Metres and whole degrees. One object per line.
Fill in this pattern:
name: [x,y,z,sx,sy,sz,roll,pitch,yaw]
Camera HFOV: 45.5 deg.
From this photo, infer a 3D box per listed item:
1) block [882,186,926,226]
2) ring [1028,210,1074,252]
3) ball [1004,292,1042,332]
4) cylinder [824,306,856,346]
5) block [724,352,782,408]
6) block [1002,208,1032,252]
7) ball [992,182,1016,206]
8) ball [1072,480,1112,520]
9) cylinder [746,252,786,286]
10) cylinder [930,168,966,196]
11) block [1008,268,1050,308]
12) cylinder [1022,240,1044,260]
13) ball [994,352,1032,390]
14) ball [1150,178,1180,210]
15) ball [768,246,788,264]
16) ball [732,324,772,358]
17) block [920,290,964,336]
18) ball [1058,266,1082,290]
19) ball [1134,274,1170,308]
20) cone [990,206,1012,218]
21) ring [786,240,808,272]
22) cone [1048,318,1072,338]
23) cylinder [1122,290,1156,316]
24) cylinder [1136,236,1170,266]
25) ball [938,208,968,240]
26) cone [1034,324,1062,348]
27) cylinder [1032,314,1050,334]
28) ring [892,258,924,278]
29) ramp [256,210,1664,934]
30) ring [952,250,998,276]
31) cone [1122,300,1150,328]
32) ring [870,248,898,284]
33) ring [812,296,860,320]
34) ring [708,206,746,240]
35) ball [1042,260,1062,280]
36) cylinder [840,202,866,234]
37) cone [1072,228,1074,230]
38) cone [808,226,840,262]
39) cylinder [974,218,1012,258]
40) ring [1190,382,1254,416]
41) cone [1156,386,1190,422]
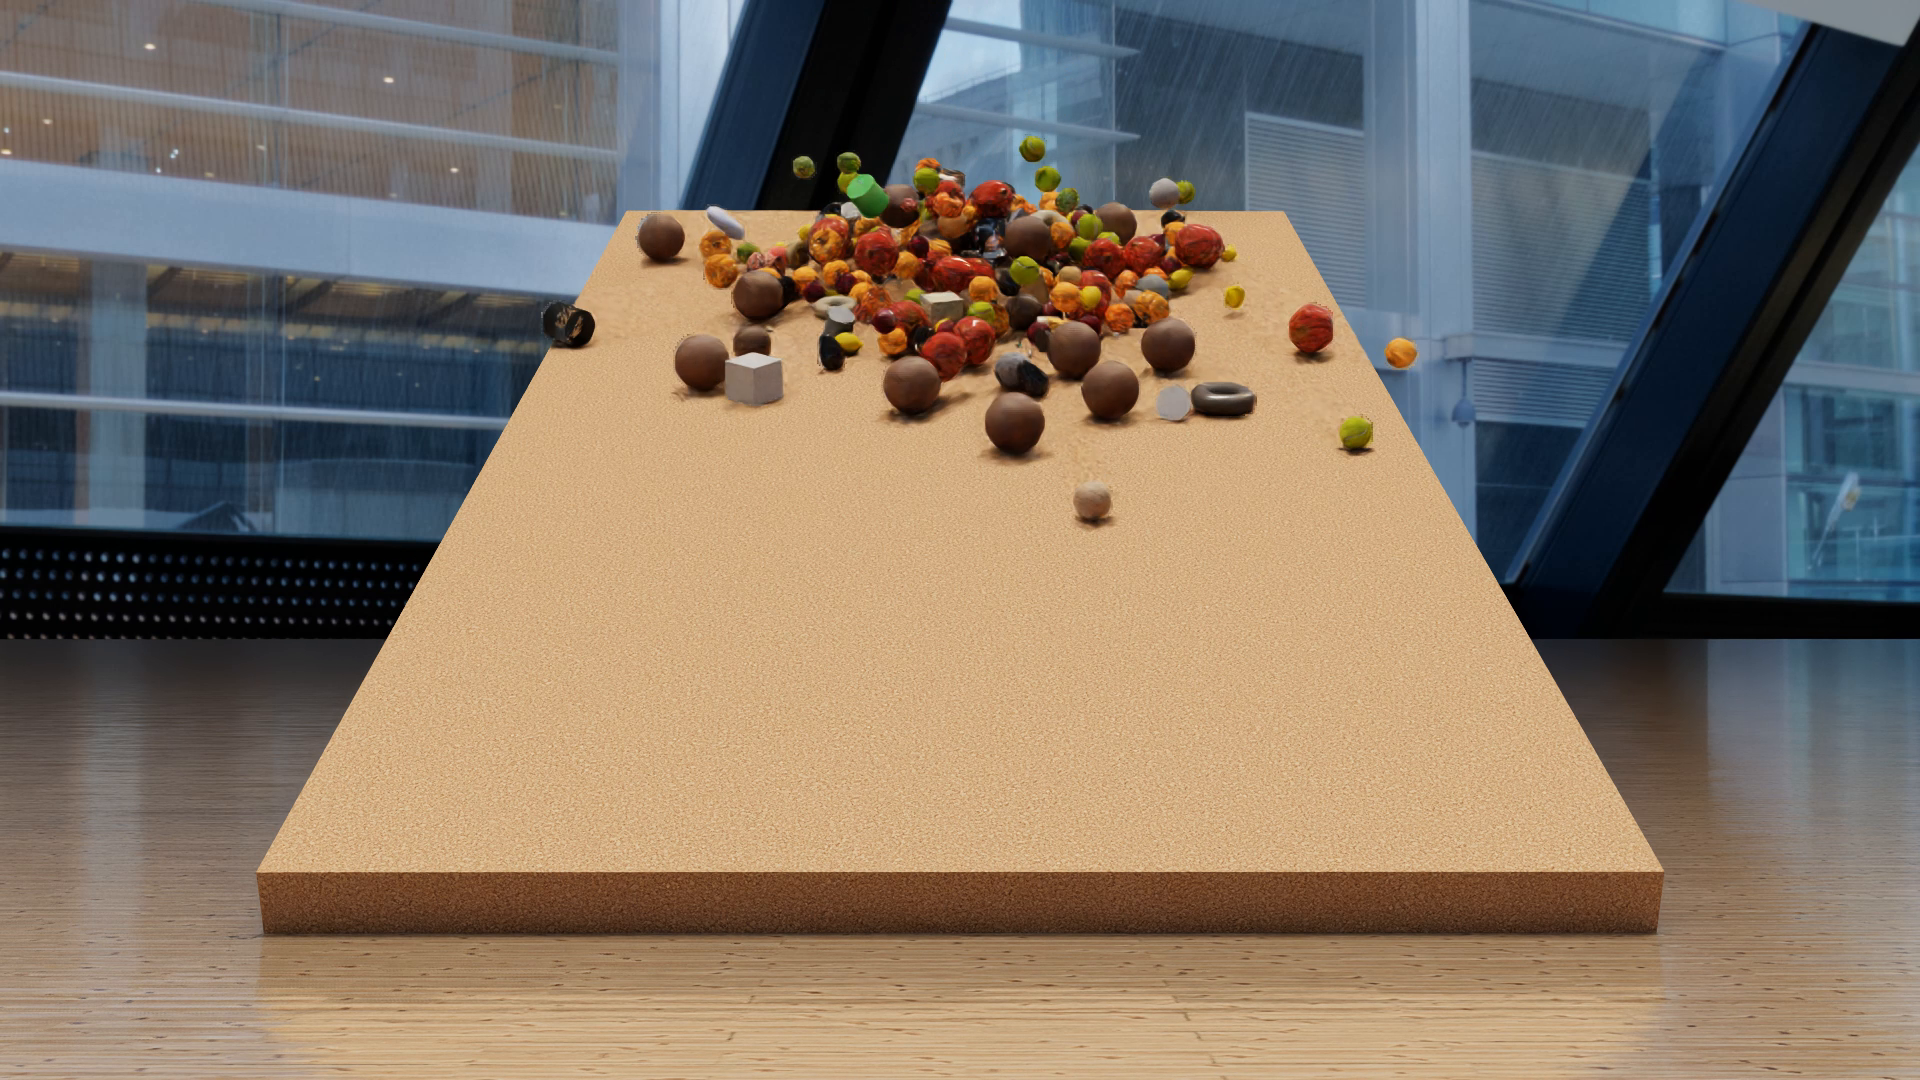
block: [-0.168,-0.997,6.833,0.093,0.093,0.093,-16,27,-34]
ring: [0.249,-0.852,6.302,0.136,0.136,0.045,1,-34,-24]
ball: [0.159,-0.574,5.763,0.096,0.096,0.096,0,-2,0]
cylinder: [-0.298,-0.528,5.652,0.069,0.069,0.069,9,40,-8]
block: [-0.472,-0.368,5.245,0.092,0.092,0.092,17,27,36]
block: [0.152,-0.863,6.391,0.078,0.078,0.078,-18,-58,43]
ball: [0.127,-1.002,6.643,0.066,0.066,0.066,0,-2,0]
ball: [0.263,-0.079,4.538,0.078,0.078,0.078,0,-2,0]
cylinder: [-0.524,-0.733,6.185,0.077,0.077,0.077,14,4,23]
cylinder: [-0.035,-1.004,6.423,0.071,0.071,0.071,17,6,28]
block: [0.179,-0.638,5.882,0.087,0.087,0.087,-15,13,6]
cylinder: [0.205,-0.830,6.447,0.065,0.065,0.065,0,25,-1]
ball: [0.124,-0.394,5.319,0.088,0.088,0.088,0,-2,0]
ball: [0.563,-0.952,6.304,0.085,0.085,0.085,0,-2,0]
ball: [-0.502,-0.786,6.343,0.060,0.060,0.060,0,-2,0]
ball: [-0.499,-0.468,5.493,0.095,0.095,0.095,0,-2,0]
block: [-0.046,-0.572,5.769,0.084,0.084,0.084,-9,24,-19]
ball: [0.275,-0.656,5.725,0.060,0.060,0.060,0,-2,0]
ball: [0.498,-0.645,5.949,0.091,0.091,0.091,0,-2,0]
cone: [0.147,-0.907,6.673,0.100,0.100,0.100,40,13,19]
ring: [-0.446,-0.777,6.278,0.030,0.090,0.090,-8,-6,27]
cone: [0.238,-0.510,5.650,0.063,0.063,0.063,14,16,-4]
cylinder: [0.459,-0.604,5.878,0.069,0.069,0.069,-6,-4,18]
cylinder: [0.535,-0.799,6.349,0.077,0.077,0.077,3,-3,-8]
ball: [-0.020,-0.834,6.042,0.081,0.081,0.081,0,-2,0]
cone: [0.225,-0.493,5.603,0.061,0.061,0.061,11,-9,-35]
cylinder: [0.217,-0.529,5.706,0.055,0.055,0.055,28,6,17]
ring: [-0.157,-0.746,6.273,0.116,0.039,0.116,-1,22,0]
ramp: [-0.006,-0.219,5.131,2.000,0.100,4.000,0,22,0]
ring: [0.043,-0.764,6.301,0.126,0.042,0.126,4,28,-2]
cone: [0.448,-0.579,5.815,0.067,0.067,0.067,0,22,0]
ring: [-0.199,-0.724,6.058,0.035,0.104,0.104,28,8,19]
ring: [-0.319,-0.596,5.893,0.120,0.040,0.120,-1,25,0]
ring: [-0.655,-0.886,6.411,0.128,0.043,0.128,41,5,-5]
ball: [0.250,-0.733,6.219,0.056,0.056,0.056,0,-2,0]
cylinder: [-0.313,-0.943,6.696,0.066,0.066,0.066,0,-32,5]
cone: [0.289,-0.878,6.442,0.085,0.085,0.085,5,-4,-31]
cone: [-0.385,-0.840,6.437,0.092,0.092,0.092,0,22,0]
cylinder: [0.091,-0.825,6.252,0.088,0.088,0.088,-10,-7,-1]
ring: [0.594,-0.320,5.187,0.148,0.049,0.148,1,21,-1]
cone: [0.493,-0.301,5.151,0.082,0.082,0.082,-1,-7,25]
